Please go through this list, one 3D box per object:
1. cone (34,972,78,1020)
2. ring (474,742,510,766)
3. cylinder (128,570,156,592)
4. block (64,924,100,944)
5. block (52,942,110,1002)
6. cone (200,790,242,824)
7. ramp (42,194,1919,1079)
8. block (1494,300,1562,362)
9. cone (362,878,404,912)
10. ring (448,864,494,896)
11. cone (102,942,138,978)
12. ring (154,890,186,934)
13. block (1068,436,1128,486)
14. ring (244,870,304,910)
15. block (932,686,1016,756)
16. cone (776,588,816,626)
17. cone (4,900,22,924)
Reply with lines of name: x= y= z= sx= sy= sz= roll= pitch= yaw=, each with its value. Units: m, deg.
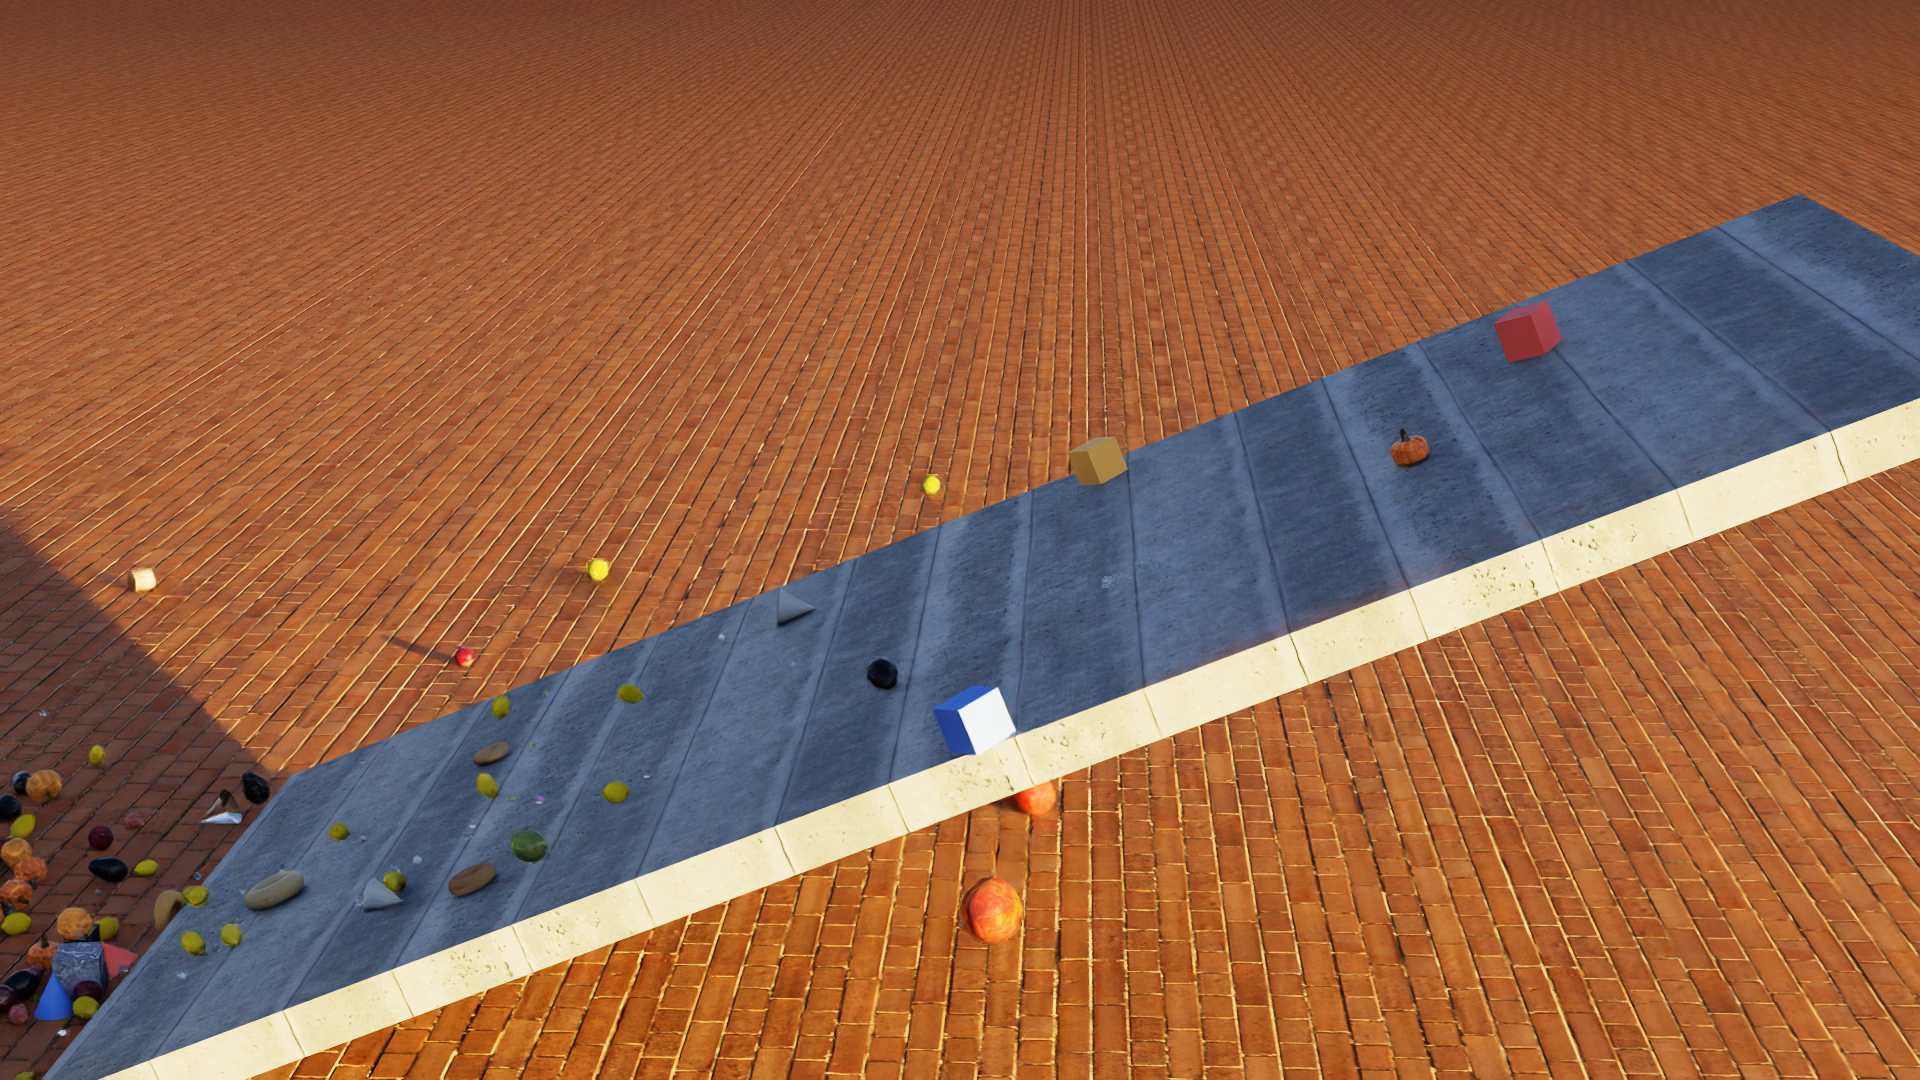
cone: x=-1.923 y=0.960 z=6.245 sx=0.090 sy=0.090 sz=0.090 roll=0 pitch=14 yaw=0
ring: x=-1.078 y=0.492 z=6.768 sx=0.088 sy=0.029 sz=0.088 roll=-21 pitch=13 yaw=5
cylinder: x=-2.682 y=0.132 z=9.642 sx=0.065 sy=0.065 sz=0.065 roll=-10 pitch=17 yaw=-36
block: x=-1.959 y=0.897 z=6.565 sx=0.060 sy=0.060 sz=0.060 roll=1 pitch=14 yaw=3
block: x=-1.896 y=0.932 z=6.343 sx=0.098 sy=0.098 sz=0.098 roll=-2 pitch=14 yaw=-7
cone: x=-1.880 y=0.693 z=7.424 sx=0.095 sy=0.095 sz=0.095 roll=-26 pitch=12 yaw=8
ramp: x=0.124 y=0.173 z=6.290 sx=4.000 sy=0.100 sz=2.000 roll=-21 pitch=12 yaw=7
block: x=1.261 y=-0.463 z=6.533 sx=0.094 sy=0.094 sz=0.094 roll=-12 pitch=16 yaw=40
cone: x=-1.150 y=0.719 z=5.904 sx=0.072 sy=0.072 sz=0.072 roll=8 pitch=15 yaw=12
ring: x=-0.960 y=0.667 z=5.786 sx=0.098 sy=0.033 sz=0.098 roll=-22 pitch=11 yaw=4
cone: x=-1.828 y=0.894 z=6.346 sx=0.075 sy=0.075 sz=0.075 roll=-40 pitch=8 yaw=7
ring: x=-1.783 y=0.849 z=6.647 sx=0.039 sy=0.117 sz=0.117 roll=-7 pitch=13 yaw=11
block: x=0.330 y=-0.189 z=7.044 sx=0.087 sy=0.087 sz=0.087 roll=-29 pitch=14 yaw=-28
ring: x=-1.473 y=0.752 z=6.313 sx=0.134 sy=0.045 sz=0.134 roll=-23 pitch=11 yaw=5
block: x=0.026 y=0.328 z=5.335 sx=0.091 sy=0.091 sz=0.091 roll=-29 pitch=14 yaw=-28
cone: x=-0.383 y=0.159 z=6.929 sx=0.092 sy=0.092 sz=0.092 roll=4 pitch=13 yaw=-6
cone: x=-2.185 y=0.851 z=6.767 sx=0.051 sy=0.051 sz=0.051 roll=0 pitch=14 yaw=0
